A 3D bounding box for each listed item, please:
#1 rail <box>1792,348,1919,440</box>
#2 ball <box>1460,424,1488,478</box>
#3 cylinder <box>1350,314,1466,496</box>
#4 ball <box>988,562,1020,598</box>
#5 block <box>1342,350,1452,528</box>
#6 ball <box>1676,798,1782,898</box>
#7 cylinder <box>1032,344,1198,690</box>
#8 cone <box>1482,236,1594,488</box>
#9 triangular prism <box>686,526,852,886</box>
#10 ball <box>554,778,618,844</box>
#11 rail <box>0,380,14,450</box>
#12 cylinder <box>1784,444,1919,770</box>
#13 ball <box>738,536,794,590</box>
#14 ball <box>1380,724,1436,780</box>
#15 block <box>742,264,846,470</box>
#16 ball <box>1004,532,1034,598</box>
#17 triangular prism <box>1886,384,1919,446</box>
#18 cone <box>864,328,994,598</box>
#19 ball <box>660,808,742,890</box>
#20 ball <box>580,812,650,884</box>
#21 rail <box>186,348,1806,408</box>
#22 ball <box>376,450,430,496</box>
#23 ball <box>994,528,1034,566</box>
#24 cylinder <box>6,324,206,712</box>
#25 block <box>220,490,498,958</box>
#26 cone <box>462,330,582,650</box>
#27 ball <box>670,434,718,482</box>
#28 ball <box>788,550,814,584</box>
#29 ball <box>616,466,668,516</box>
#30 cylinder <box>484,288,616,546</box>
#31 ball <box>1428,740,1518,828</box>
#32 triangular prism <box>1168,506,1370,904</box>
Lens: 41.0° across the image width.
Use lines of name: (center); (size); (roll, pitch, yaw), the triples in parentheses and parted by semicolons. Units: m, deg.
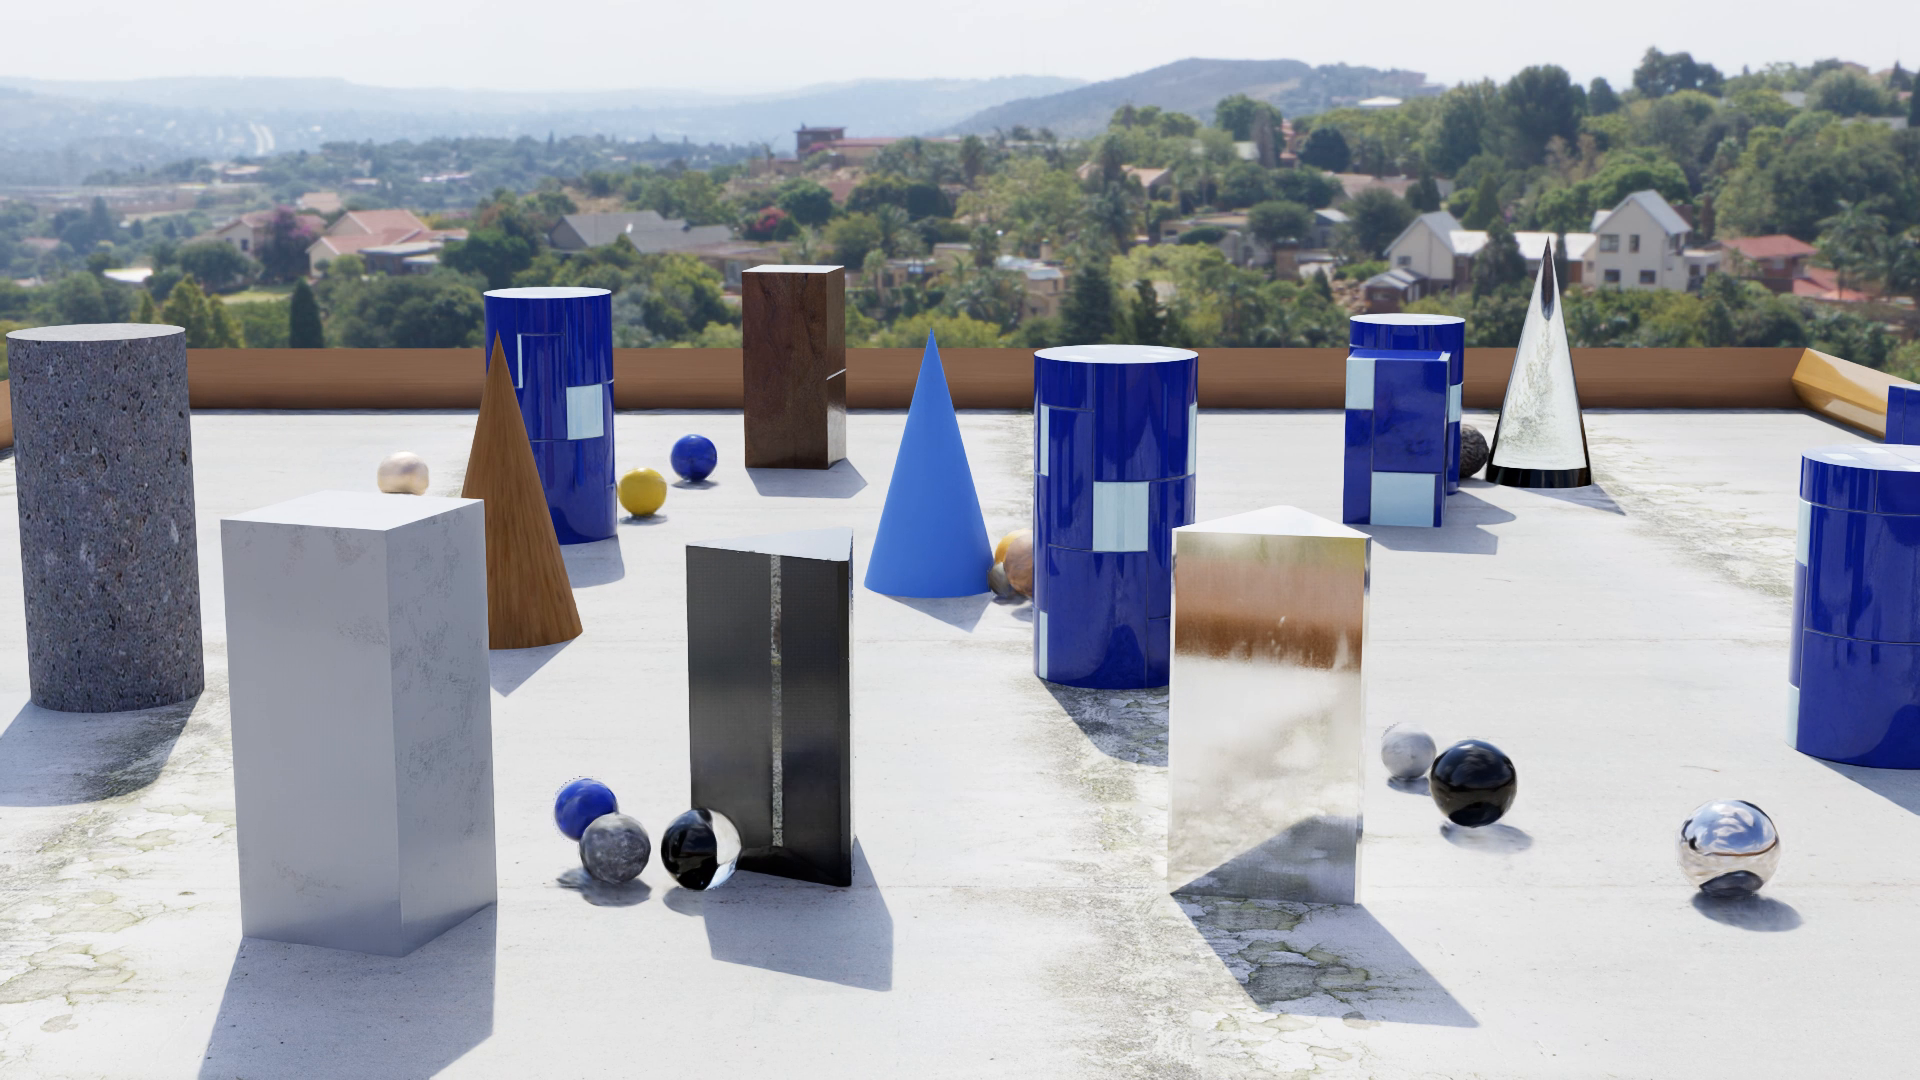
rail: (1.804, 0.031, 3.459); (0.045, 0.127, 4.167); (0, 11, 0)
ball: (0.891, -0.158, 4.564); (0.098, 0.098, 0.098); (0, 11, 0)
cylinder: (0.768, -0.234, 4.428); (0.195, 0.295, 0.195); (0, 11, 0)
ball: (0.064, 0.055, 3.543); (0.050, 0.050, 0.050); (0, 11, 0)
block: (0.708, -0.167, 4.154); (0.156, 0.264, 0.156); (2, 11, 13)
ball: (0.679, 0.272, 2.268); (0.089, 0.089, 0.089); (0, 11, 0)
cylinder: (0.186, -0.031, 3.087); (0.195, 0.387, 0.195); (0, 11, 0)
cone: (1.027, -0.320, 4.515); (0.195, 0.434, 0.195); (0, 11, 0)
triangular prism: (-0.140, 0.146, 2.377); (0.169, 0.298, 0.146); (6, 12, 28)
ball: (-0.343, 0.249, 2.356); (0.060, 0.060, 0.060); (0, 11, 0)
rail: (-1.804, 0.035, 3.439); (0.045, 0.127, 4.167); (0, 11, 0)
cylinder: (0.994, 0.067, 2.749); (0.195, 0.316, 0.195); (0, 11, 0)
ball: (-0.272, 0.032, 3.592); (0.077, 0.077, 0.077); (0, 11, 0)
ball: (0.462, 0.218, 2.645); (0.057, 0.057, 0.057); (0, 11, 0)
block: (-0.304, -0.320, 4.722); (0.156, 0.358, 0.156); (2, 11, 10)
ball: (0.104, 0.034, 3.476); (0.091, 0.091, 0.091); (0, 11, 0)
triangular prism: (1.295, -0.049, 3.402); (0.146, 0.306, 0.169); (8, 13, 38)
cone: (-0.040, -0.118, 3.609); (0.195, 0.366, 0.195); (0, 11, 0)
ball: (-0.232, 0.276, 2.292); (0.072, 0.072, 0.072); (0, 11, 0)
ball: (-0.310, 0.277, 2.307); (0.064, 0.064, 0.064); (0, 11, 0)
rail: (-0.012, -0.343, 5.474); (3.655, 0.127, 0.045); (0, 11, 0)
ball: (-0.935, -0.106, 4.306); (0.088, 0.088, 0.088); (0, 11, 0)
ball: (0.090, 0.027, 3.602); (0.084, 0.084, 0.084); (0, 11, 0)
cylinder: (-0.988, -0.030, 2.974); (0.195, 0.424, 0.195); (0, 11, 0)
block: (-0.507, 0.150, 2.184); (0.156, 0.359, 0.156); (4, 11, 19)
cone: (-0.588, -0.074, 3.294); (0.195, 0.395, 0.195); (0, 11, 0)
ball: (-0.470, -0.145, 4.528); (0.085, 0.085, 0.085); (0, 11, 0)
ball: (-0.231, 0.038, 3.640); (0.049, 0.049, 0.049); (0, 11, 0)
ball: (-0.517, -0.079, 4.181); (0.082, 0.082, 0.082); (0, 11, 0)
cylinder: (-0.636, -0.196, 3.994); (0.195, 0.379, 0.195); (0, 11, 0)
ball: (0.496, 0.235, 2.479); (0.085, 0.085, 0.085); (0, 11, 0)
triangular prism: (0.283, 0.143, 2.310); (0.169, 0.328, 0.146); (2, 11, 12)
